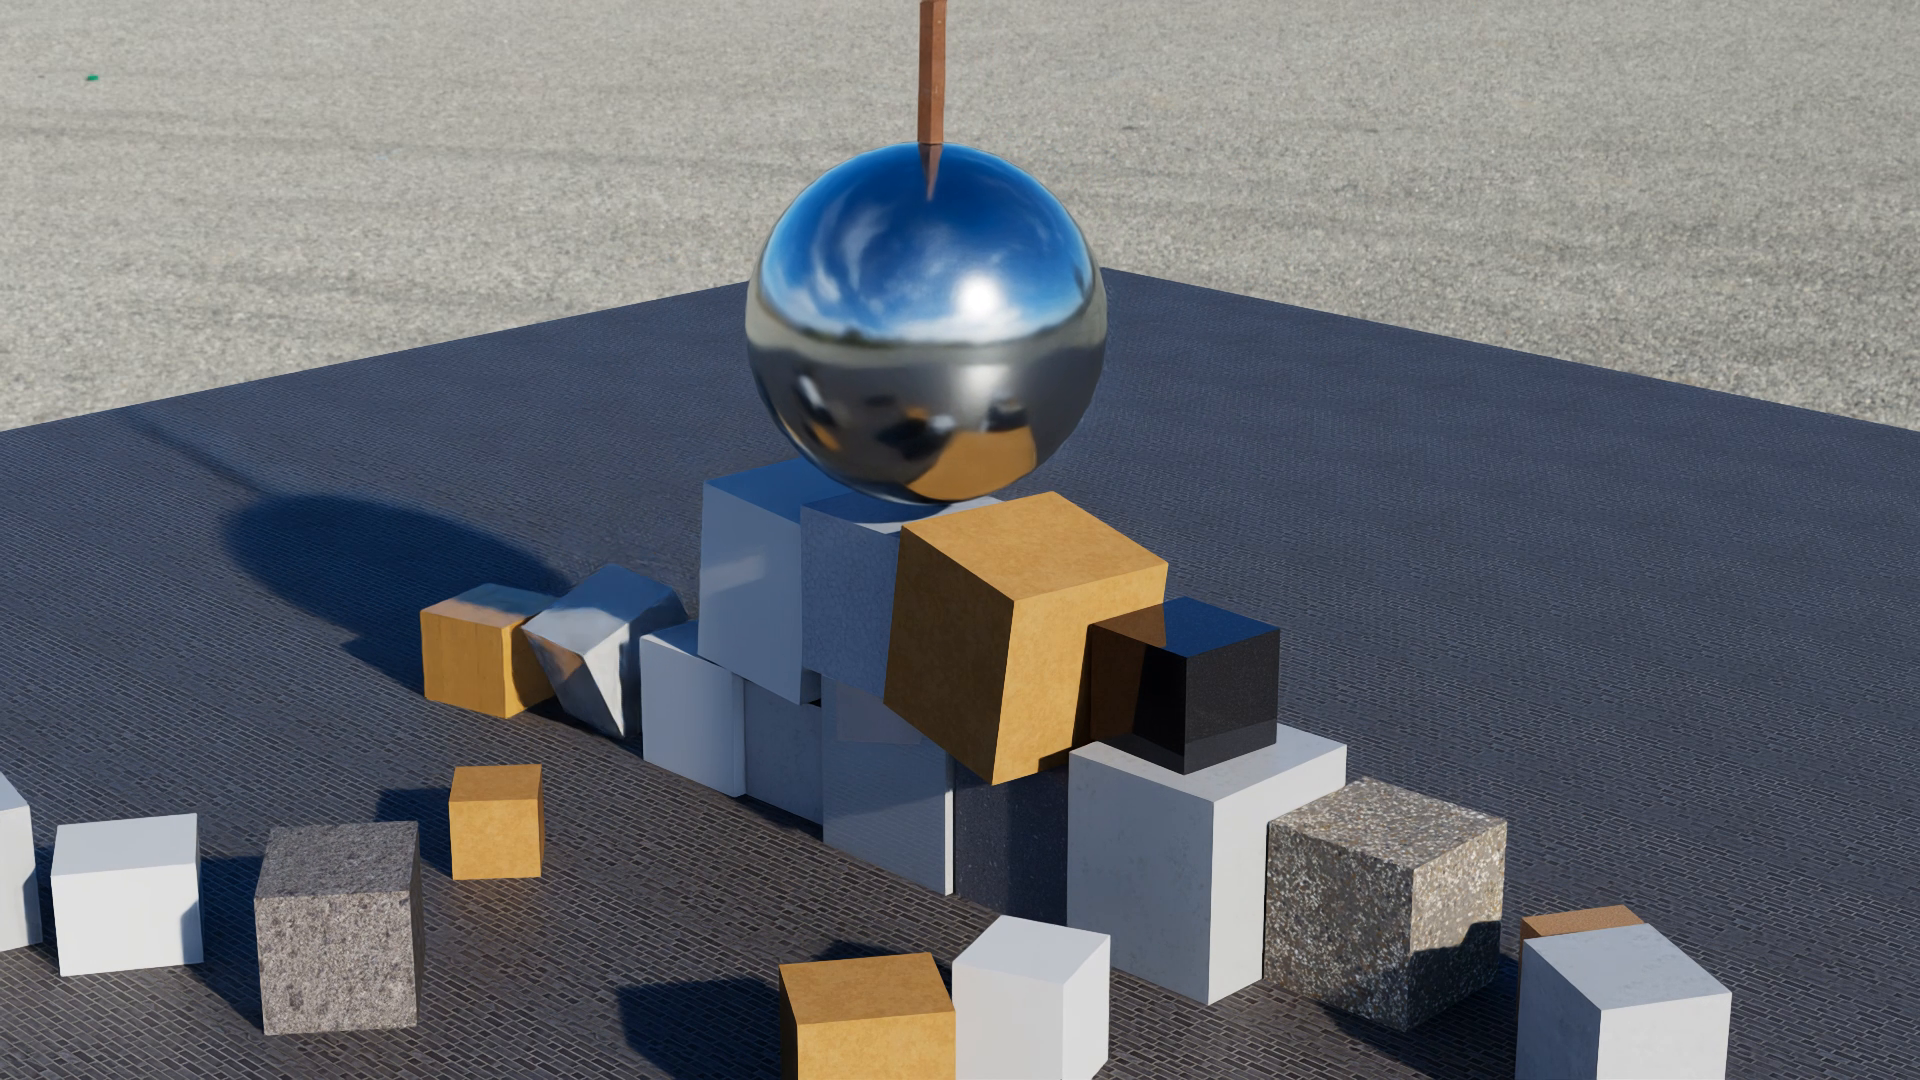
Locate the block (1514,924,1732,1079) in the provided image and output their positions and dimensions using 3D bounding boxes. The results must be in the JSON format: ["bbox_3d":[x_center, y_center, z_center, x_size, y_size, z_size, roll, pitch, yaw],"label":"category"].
[{"bbox_3d":[2.528,1.912,11.226,0.539,0.621,0.632,-5,18,-15],"label":"block"}]

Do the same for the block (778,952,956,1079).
[{"bbox_3d":[-0.355,1.964,11.113,0.590,0.589,0.513,-3,18,-11],"label":"block"}]

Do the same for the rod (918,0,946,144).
[{"bbox_3d":[-0.064,-4.215,11.950,0.080,5.200,0.080,17,22,42],"label":"rod"}]

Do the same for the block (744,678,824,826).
[{"bbox_3d":[-0.596,0.967,14.265,0.605,0.601,0.673,-17,24,-42],"label":"block"}]

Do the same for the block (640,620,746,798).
[{"bbox_3d":[-1.085,0.791,14.728,0.700,0.660,0.754,17,24,42],"label":"block"}]

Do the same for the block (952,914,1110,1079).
[{"bbox_3d":[0.280,1.856,11.528,0.466,0.546,0.483,8,19,23],"label":"block"}]

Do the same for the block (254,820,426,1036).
[{"bbox_3d":[-2.572,1.606,12.224,0.614,0.606,0.734,-2,18,-7],"label":"block"}]

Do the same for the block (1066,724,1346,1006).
[{"bbox_3d":[1.057,1.322,12.620,0.796,0.911,0.888,16,24,42],"label":"block"}]

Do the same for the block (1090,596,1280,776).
[{"bbox_3d":[0.956,0.612,12.488,0.558,0.521,0.566,-15,23,-39],"label":"block"}]

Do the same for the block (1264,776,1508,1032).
[{"bbox_3d":[1.783,1.516,12.316,0.720,0.722,0.685,15,23,40],"label":"block"}]

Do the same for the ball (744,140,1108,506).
[{"bbox_3d":[-0.147,-0.948,12.889,1.600,1.600,1.600,0,17,0],"label":"ball"}]

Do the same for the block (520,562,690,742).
[{"bbox_3d":[-1.768,0.577,15.192,0.604,0.563,0.633,-37,32,-25],"label":"block"}]

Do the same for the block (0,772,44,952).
[{"bbox_3d":[-4.422,1.405,12.804,0.582,0.642,0.680,-11,20,-31],"label":"block"}]

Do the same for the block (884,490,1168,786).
[{"bbox_3d":[0.277,0.414,12.847,0.843,0.885,0.804,-13,31,-35],"label":"block"}]

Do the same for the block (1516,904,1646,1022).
[{"bbox_3d":[2.572,1.808,11.824,0.459,0.460,0.498,-5,18,-15],"label":"block"}]

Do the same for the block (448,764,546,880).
[{"bbox_3d":[-2.138,1.301,13.563,0.398,0.384,0.428,-2,18,-5],"label":"block"}]

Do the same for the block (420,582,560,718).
[{"bbox_3d":[-2.473,0.583,15.658,0.557,0.498,0.553,10,20,30],"label":"block"}]

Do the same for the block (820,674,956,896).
[{"bbox_3d":[-0.069,1.031,13.659,0.794,0.842,0.832,-16,24,-42],"label":"block"}]

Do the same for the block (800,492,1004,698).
[{"bbox_3d":[-0.221,0.220,13.525,0.735,0.787,0.712,-15,23,-40],"label":"block"}]

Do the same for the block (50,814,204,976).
[{"bbox_3d":[-3.596,1.530,12.703,0.590,0.463,0.562,-4,18,-13],"label":"block"}]

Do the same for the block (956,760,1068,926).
[{"bbox_3d":[0.516,1.237,13.159,0.731,0.750,0.780,16,24,42],"label":"block"}]

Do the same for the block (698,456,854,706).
[{"bbox_3d":[-0.721,0.172,14.147,0.756,0.896,0.749,-16,29,-42],"label":"block"}]
